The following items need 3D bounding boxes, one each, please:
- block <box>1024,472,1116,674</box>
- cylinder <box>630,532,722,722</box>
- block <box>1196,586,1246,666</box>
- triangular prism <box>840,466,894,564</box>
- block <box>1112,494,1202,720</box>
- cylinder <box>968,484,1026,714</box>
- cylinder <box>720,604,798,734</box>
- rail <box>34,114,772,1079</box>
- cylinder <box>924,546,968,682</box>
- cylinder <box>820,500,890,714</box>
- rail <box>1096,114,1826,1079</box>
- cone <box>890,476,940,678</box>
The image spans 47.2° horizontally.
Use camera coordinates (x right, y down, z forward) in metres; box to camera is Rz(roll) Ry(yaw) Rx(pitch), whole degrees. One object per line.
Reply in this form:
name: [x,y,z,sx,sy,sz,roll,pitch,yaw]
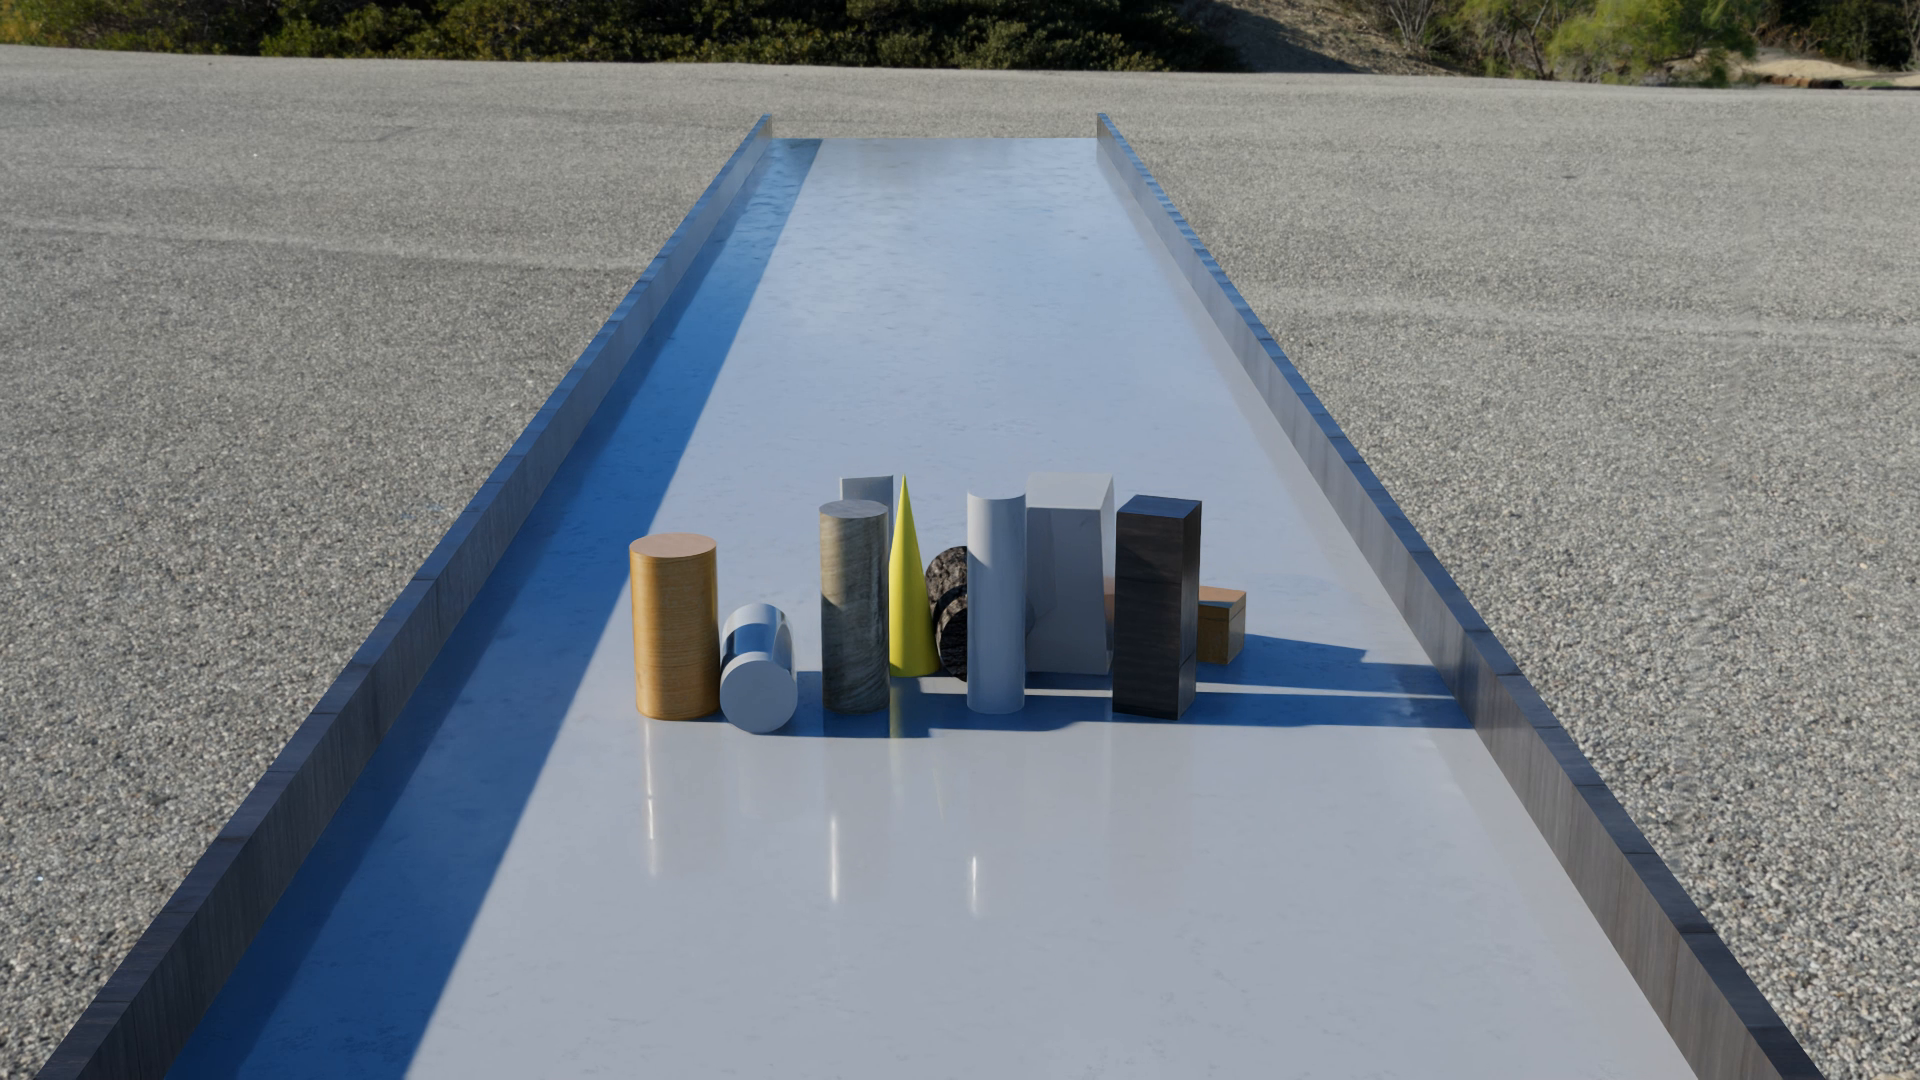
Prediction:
block: [0.215,0.065,4.327,0.162,0.361,0.162,2,27,13]
cylinder: [-0.532,0.162,4.124,0.161,0.319,0.161,0,17,0]
block: [0.377,0.155,4.498,0.392,0.119,0.119,7,18,22]
triangular prism: [-0.205,0.001,4.685,0.111,0.306,0.097,-4,17,-12]
block: [0.369,0.125,4.118,0.127,0.392,0.127,6,18,20]
cylinder: [0.068,0.111,4.119,0.109,0.419,0.109,0,17,0]
cylinder: [-0.382,0.239,4.173,0.142,0.142,0.334,-1,17,-5]
rail: [-1.118,-0.838,7.780,0.050,0.150,12.000,0,17,-1]
cylinder: [0.025,0.147,4.440,0.167,0.167,0.390,-2,17,-5]
cylinder: [-0.197,0.126,4.130,0.129,0.384,0.129,0,17,0]
rail: [0.932,-0.844,7.801,0.050,0.150,12.000,0,17,-1]
cone: [-0.107,0.058,4.327,0.136,0.401,0.136,0,17,0]
